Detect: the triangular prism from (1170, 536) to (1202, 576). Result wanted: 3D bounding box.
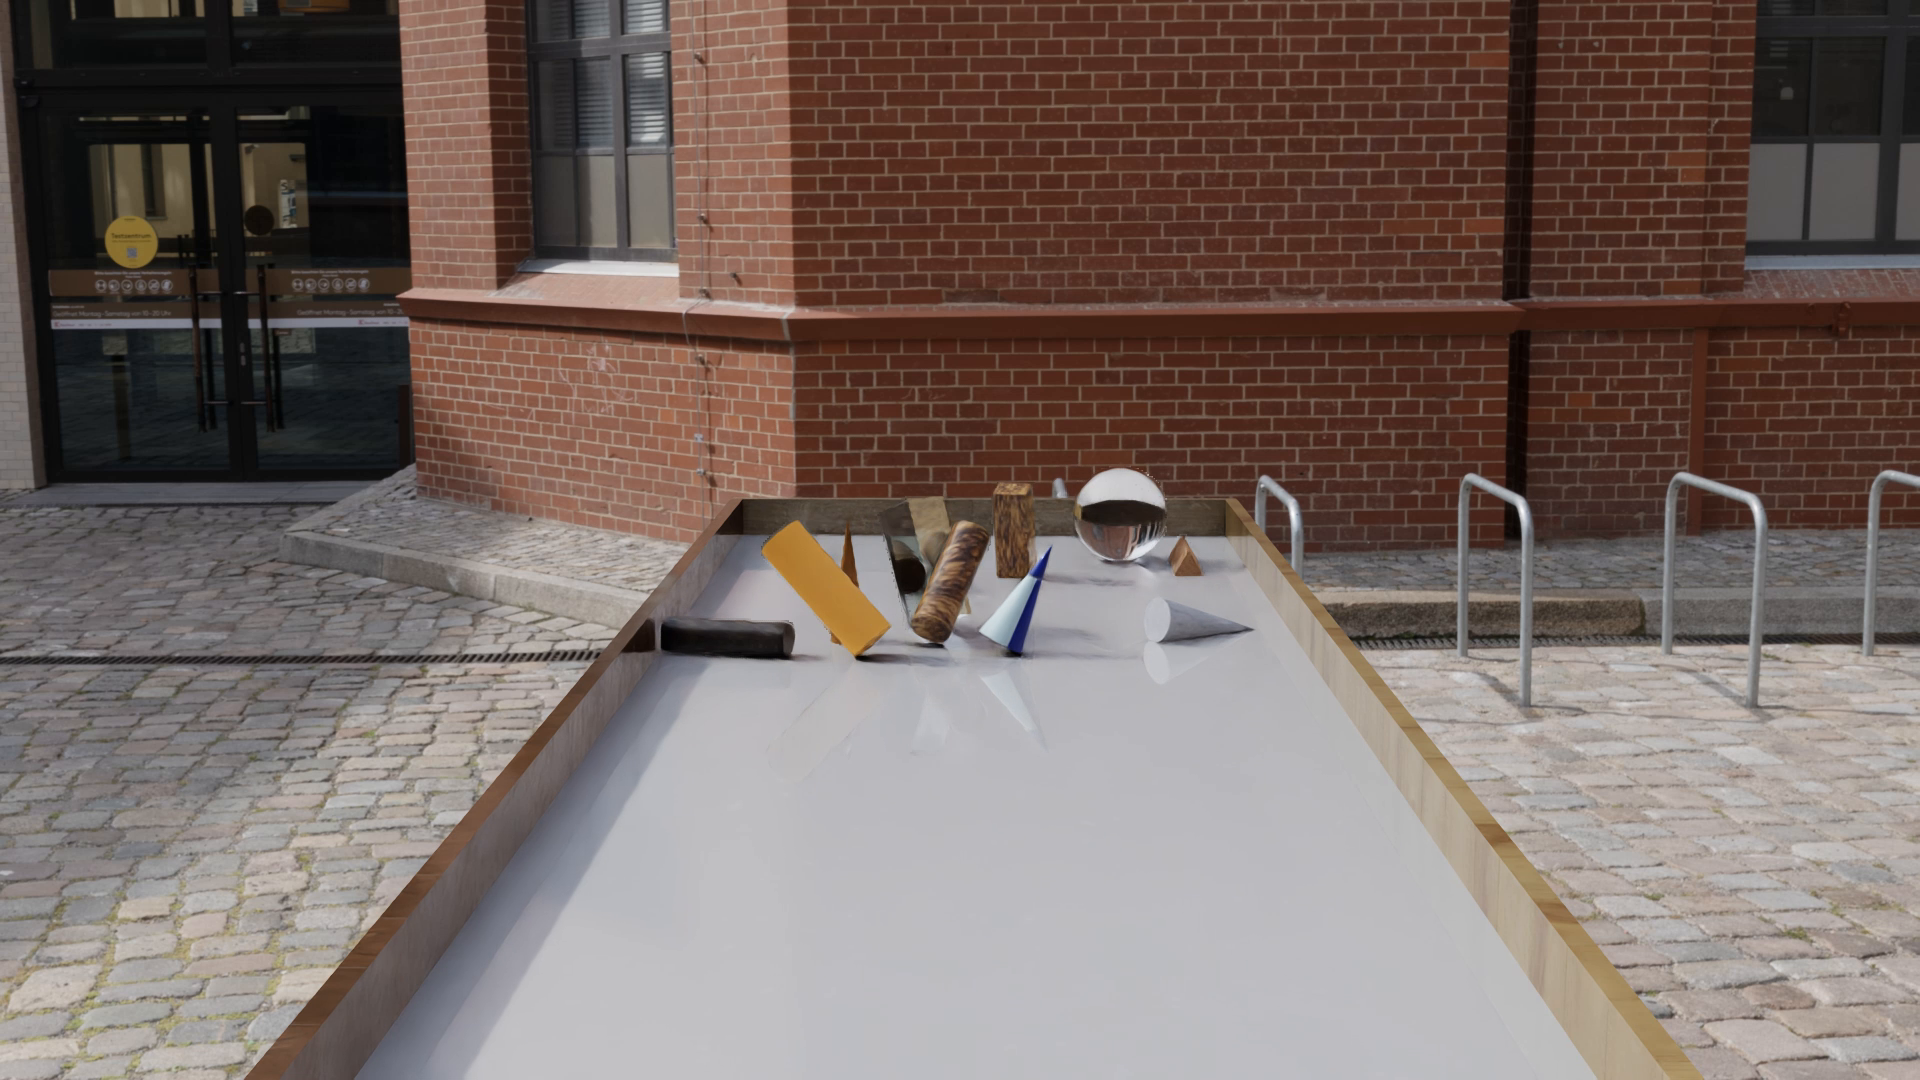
[{"bbox_3d":[0.856,0.056,8.356,0.102,0.088,0.404,0,9,2],"label":"triangular prism"}]

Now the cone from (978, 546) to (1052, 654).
[{"bbox_3d":[0.204,0.164,6.781,0.150,0.342,0.150,28,4,-2],"label":"cone"}]

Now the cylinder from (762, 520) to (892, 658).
[{"bbox_3d":[-0.410,0.150,6.744,0.149,0.434,0.149,-41,-7,-6],"label":"cylinder"}]

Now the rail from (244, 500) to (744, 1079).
[{"bbox_3d":[-1.004,0.839,3.234,0.050,0.150,12.000,0,9,1],"label":"rail"}]

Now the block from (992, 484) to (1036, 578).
[{"bbox_3d":[0.203,-0.034,8.126,0.123,0.326,0.123,2,21,15],"label":"block"}]

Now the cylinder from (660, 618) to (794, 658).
[{"bbox_3d":[-0.718,0.300,6.782,0.400,0.105,0.105,2,9,14],"label":"cylinder"}]

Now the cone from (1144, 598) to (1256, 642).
[{"bbox_3d":[0.796,0.272,7.069,0.400,0.143,0.143,7,5,-30],"label":"cone"}]

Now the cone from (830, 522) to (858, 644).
[{"bbox_3d":[-0.353,0.123,6.958,0.116,0.398,0.116,0,9,0],"label":"cone"}]

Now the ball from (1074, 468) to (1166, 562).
[{"bbox_3d":[0.617,-0.098,8.477,0.360,0.360,0.360,0,9,0],"label":"ball"}]

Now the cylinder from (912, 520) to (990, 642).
[{"bbox_3d":[-0.029,0.132,7.029,0.129,0.129,0.401,4,51,25],"label":"cylinder"}]

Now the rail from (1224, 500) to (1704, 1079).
[{"bbox_3d":[1.046,0.843,3.208,0.050,0.150,12.000,0,9,1],"label":"rail"}]

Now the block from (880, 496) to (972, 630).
[{"bbox_3d":[-0.113,0.074,7.174,0.151,0.398,0.151,-6,-12,-42],"label":"block"}]

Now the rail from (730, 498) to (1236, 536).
[{"bbox_3d":[0.099,-0.098,9.147,2.100,0.150,0.050,0,9,1],"label":"rail"}]

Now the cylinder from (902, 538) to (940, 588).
[{"bbox_3d":[-0.124,0.087,8.054,0.128,0.128,0.397,-1,9,-9],"label":"cylinder"}]
